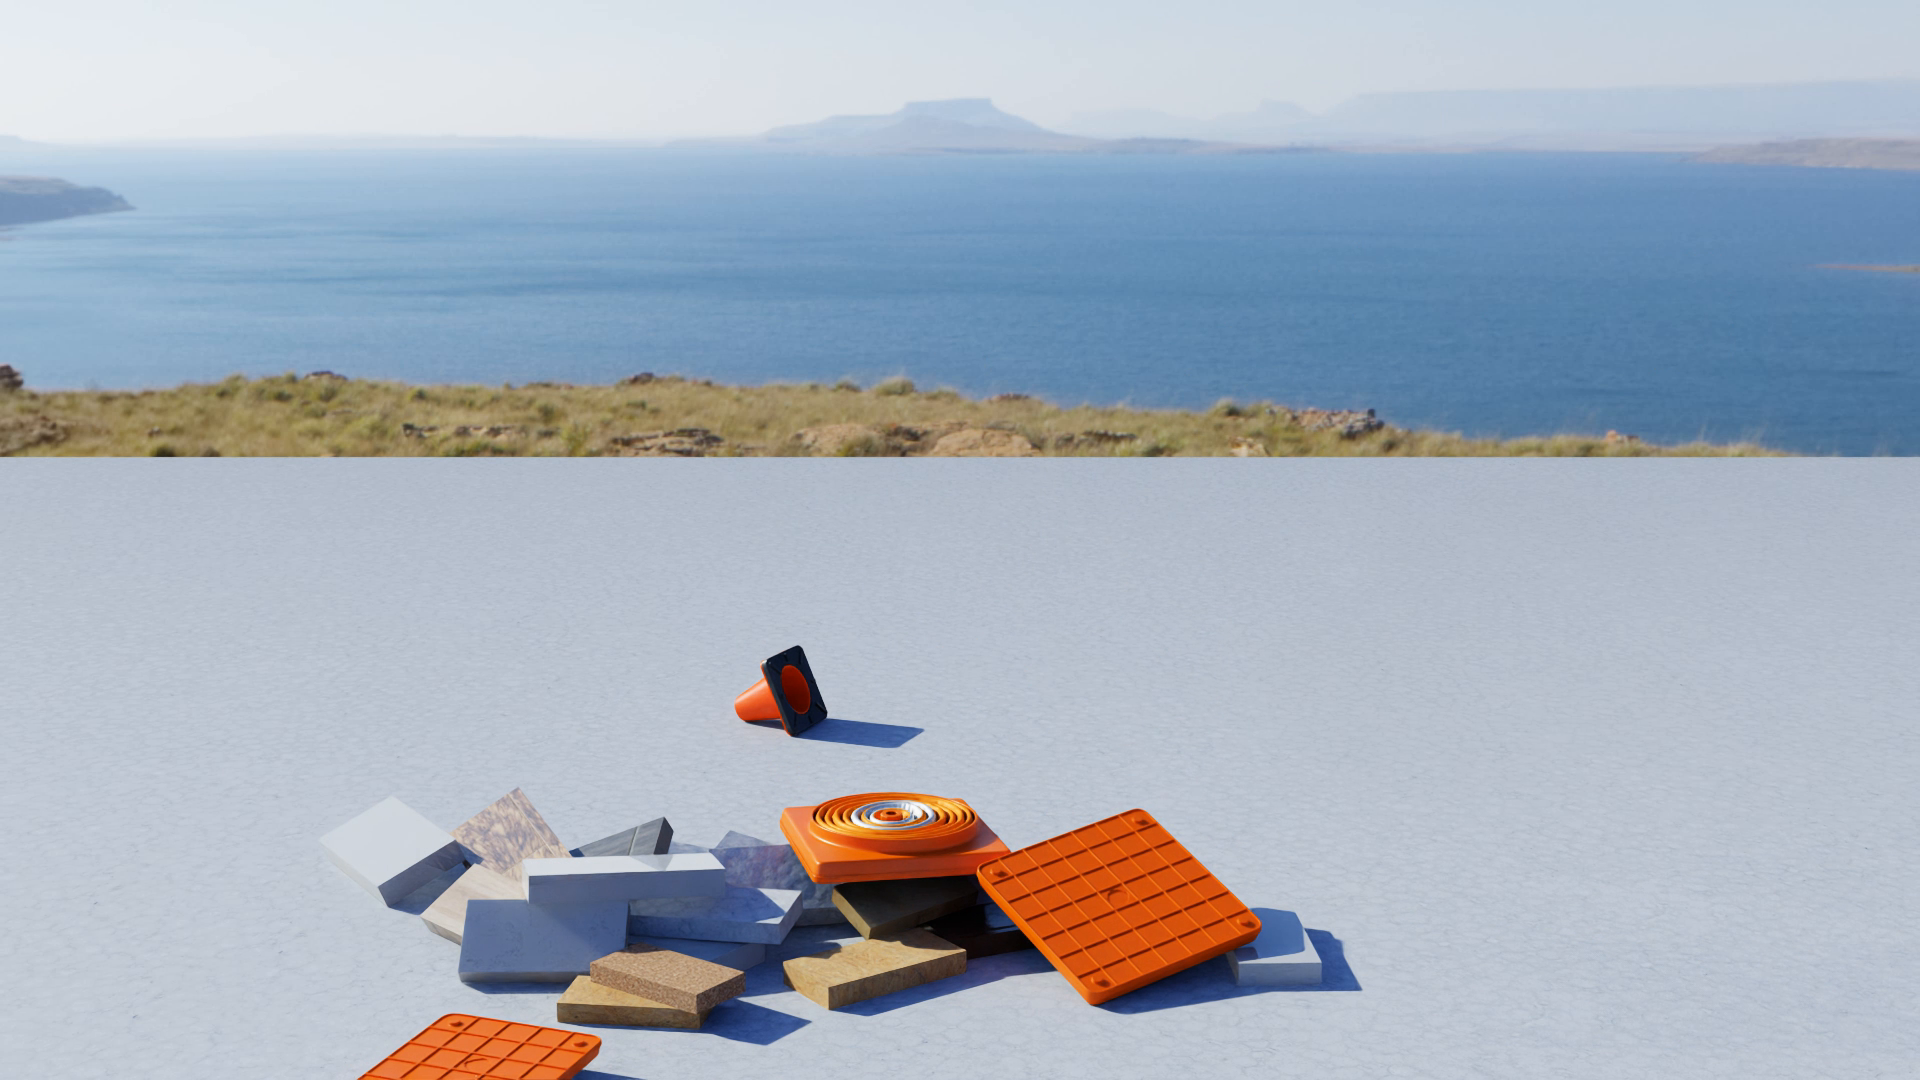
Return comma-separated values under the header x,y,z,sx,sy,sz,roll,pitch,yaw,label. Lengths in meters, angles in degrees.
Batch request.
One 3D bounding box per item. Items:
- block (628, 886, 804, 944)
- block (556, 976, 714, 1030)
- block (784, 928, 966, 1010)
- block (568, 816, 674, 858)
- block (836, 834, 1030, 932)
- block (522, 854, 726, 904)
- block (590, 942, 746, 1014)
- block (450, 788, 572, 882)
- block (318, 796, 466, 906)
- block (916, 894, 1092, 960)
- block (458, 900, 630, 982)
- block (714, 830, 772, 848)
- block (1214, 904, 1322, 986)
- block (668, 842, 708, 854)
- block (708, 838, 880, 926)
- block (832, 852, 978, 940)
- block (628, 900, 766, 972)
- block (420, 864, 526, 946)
x,y,z,sx,sy,sz,roll,pitch,yaw,label
-0.377,0.576,3.394,0.243,0.034,0.121,1,15,13,block
-0.465,0.667,3.175,0.208,0.029,0.104,1,11,7,block
-0.127,0.641,3.299,0.248,0.035,0.124,-8,13,-35,block
-0.581,0.531,3.569,0.229,0.032,0.114,-21,26,15,block
-0.043,0.555,3.550,0.281,0.040,0.140,-3,41,-26,block
-0.521,0.521,3.398,0.296,0.042,0.148,0,1,-15,block
-0.424,0.634,3.190,0.208,0.029,0.104,7,13,35,block
-0.741,0.526,3.649,0.148,0.042,0.356,-34,26,-14,block
-0.971,0.527,3.748,0.148,0.042,0.296,-31,25,-27,block
0.069,0.610,3.466,0.247,0.035,0.124,-5,12,-24,block
-0.623,0.602,3.308,0.243,0.034,0.121,0,52,-2,block
-0.294,0.547,3.646,0.229,0.032,0.114,17,14,6,block
0.472,0.623,3.393,0.124,0.035,0.247,0,11,-2,block
-0.431,0.546,3.649,0.229,0.032,0.114,12,14,-9,block
-0.259,0.556,3.549,0.281,0.040,0.140,-1,40,-16,block
-0.086,0.559,3.459,0.208,0.029,0.104,-13,39,-35,block
-0.454,0.621,3.392,0.281,0.040,0.140,8,13,35,block
-0.727,0.587,3.434,0.243,0.034,0.122,11,46,44,block
